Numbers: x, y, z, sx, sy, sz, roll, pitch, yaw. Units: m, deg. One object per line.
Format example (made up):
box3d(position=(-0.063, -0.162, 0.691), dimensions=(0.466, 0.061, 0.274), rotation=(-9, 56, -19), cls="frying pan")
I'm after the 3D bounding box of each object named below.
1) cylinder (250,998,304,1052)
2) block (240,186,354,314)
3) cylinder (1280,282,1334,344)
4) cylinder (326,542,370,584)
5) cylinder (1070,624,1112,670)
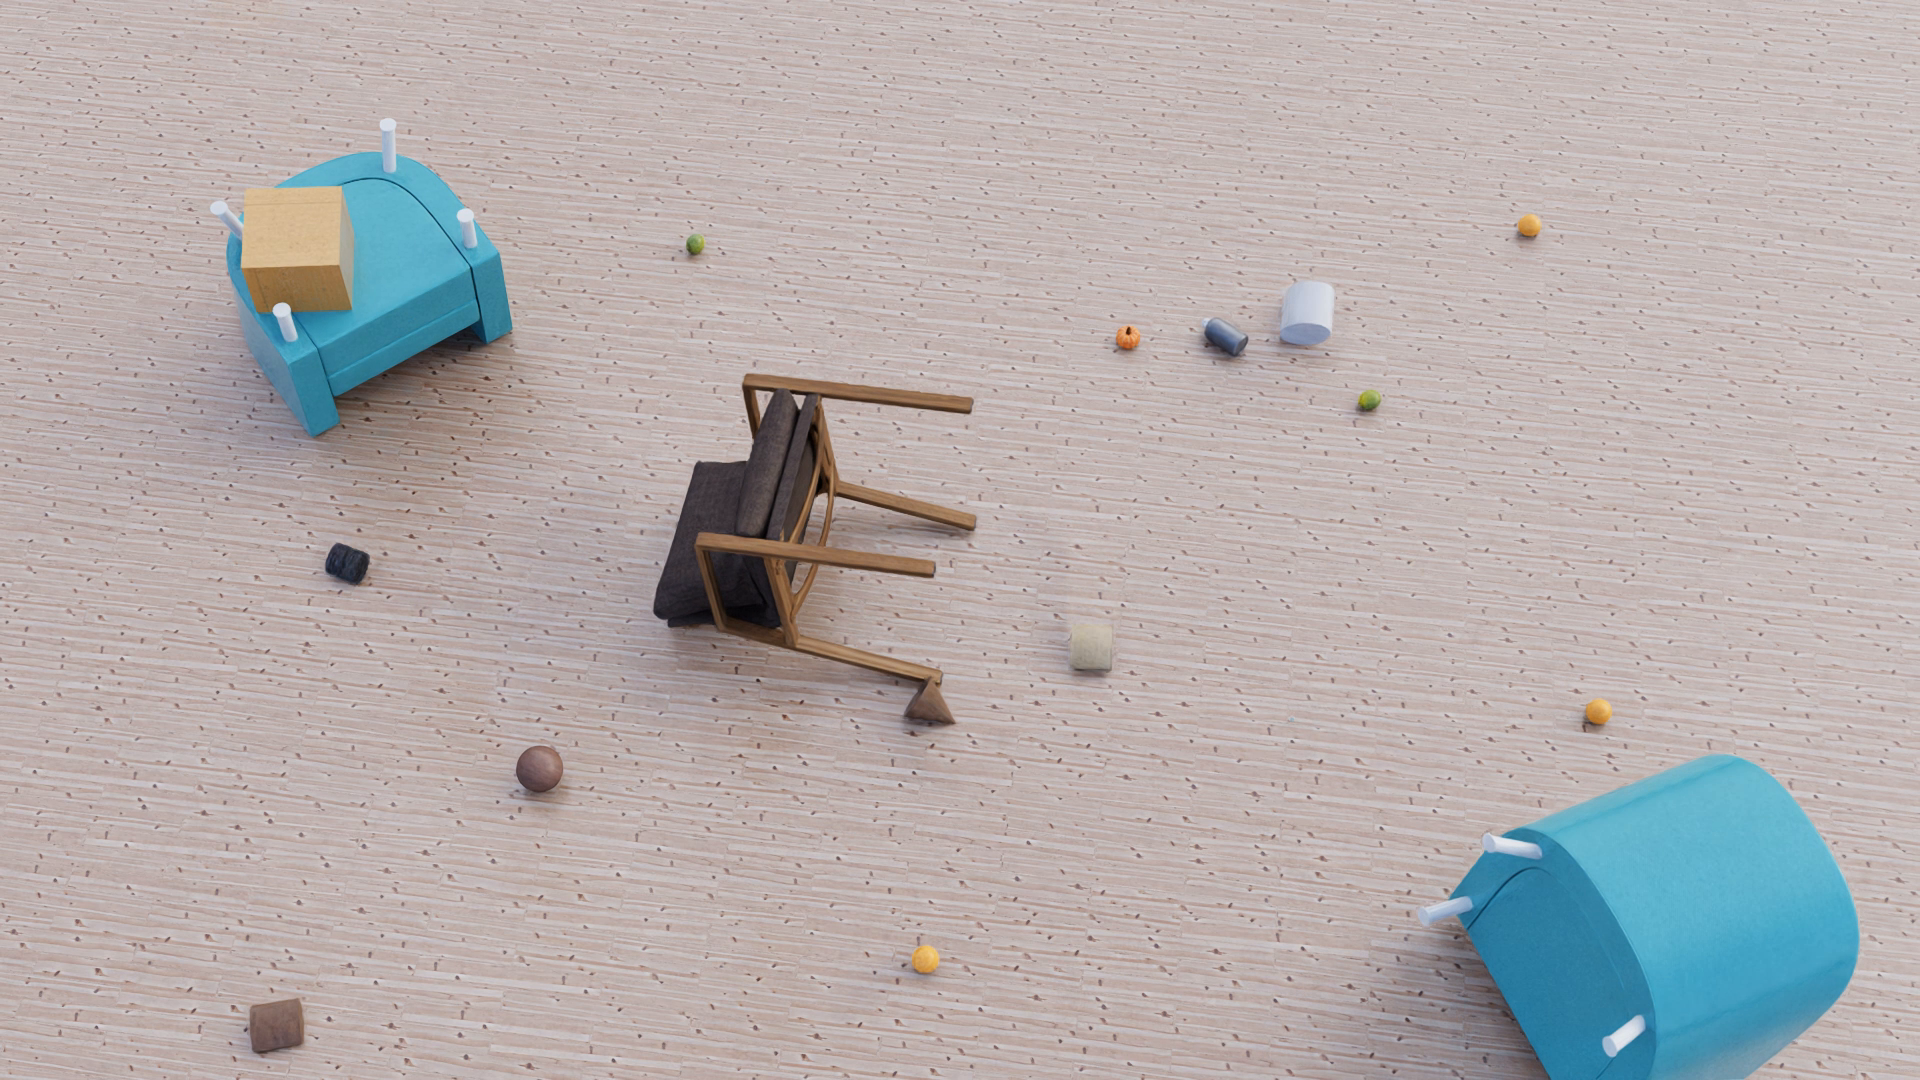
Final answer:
box3d(position=(-1.770, 1.257, 5.697), dimensions=(0.125, 0.048, 0.122), rotation=(-9, 71, -6), cls="cylinder")
box3d(position=(-1.927, -0.845, 6.413), dimensions=(0.271, 0.238, 0.273), rotation=(-3, 64, -7), cls="block")
box3d(position=(1.104, -0.722, 6.991), dimensions=(0.159, 0.107, 0.174), rotation=(-1, 55, 18), cls="cylinder")
box3d(position=(-1.804, 0.068, 6.478), dimensions=(0.096, 0.075, 0.096), rotation=(20, 98, 13), cls="cylinder")
box3d(position=(0.377, 0.306, 6.307), dimensions=(0.119, 0.095, 0.128), rotation=(0, 84, 3), cls="cylinder")
